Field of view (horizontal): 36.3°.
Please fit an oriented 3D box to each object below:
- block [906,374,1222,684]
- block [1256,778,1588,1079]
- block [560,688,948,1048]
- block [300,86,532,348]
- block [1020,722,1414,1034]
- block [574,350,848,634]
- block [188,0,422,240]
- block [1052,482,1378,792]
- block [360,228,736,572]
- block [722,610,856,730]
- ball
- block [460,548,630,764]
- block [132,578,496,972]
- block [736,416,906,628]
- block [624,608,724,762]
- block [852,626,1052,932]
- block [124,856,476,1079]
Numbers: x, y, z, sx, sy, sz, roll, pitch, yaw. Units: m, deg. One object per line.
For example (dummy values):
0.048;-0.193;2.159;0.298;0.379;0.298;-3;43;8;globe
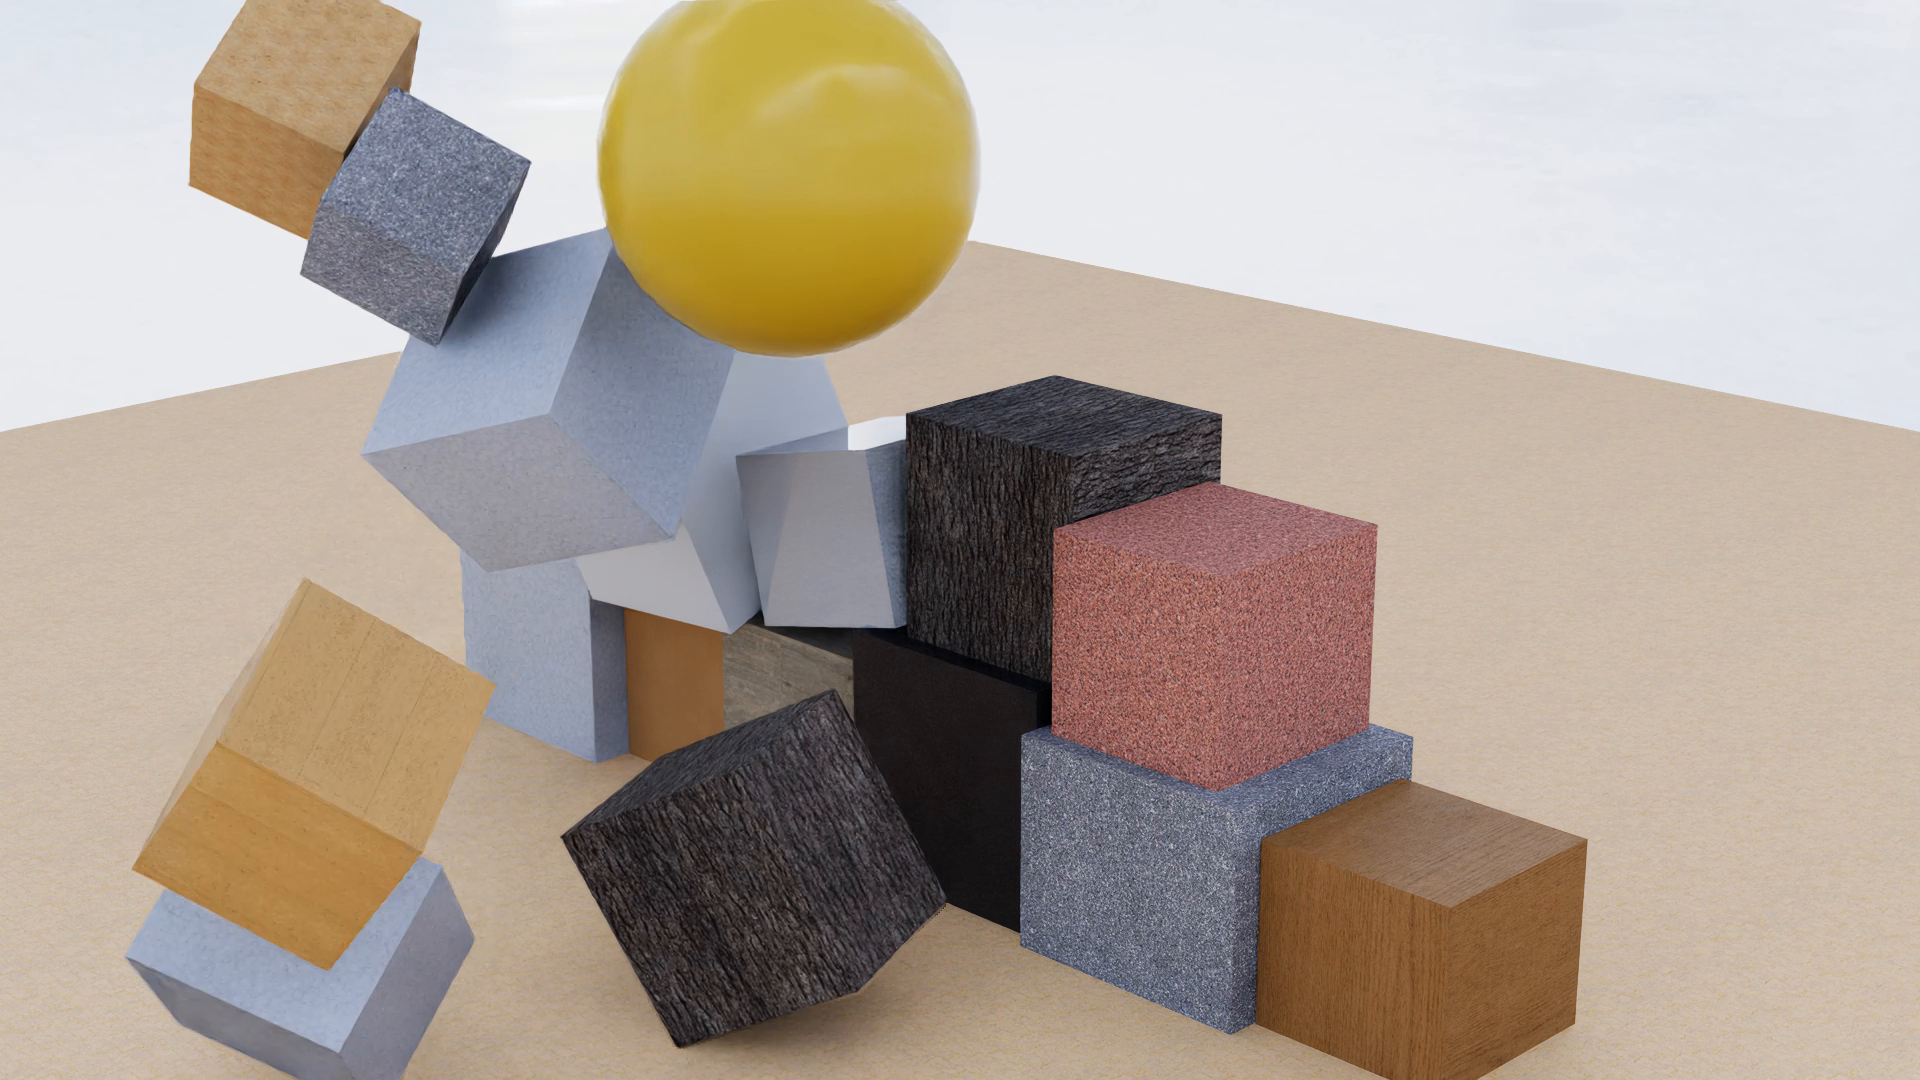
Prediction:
0.455;-0.059;12.982;0.998;1.033;0.961;16;24;42;block
1.868;1.594;11.906;0.929;0.820;0.925;-17;24;-42;block
-0.822;1.322;11.815;0.970;0.987;0.780;-23;9;33;block
-2.336;-1.378;12.571;0.661;0.669;0.656;28;60;-6;block
1.092;1.298;12.578;1.160;0.981;1.188;-17;24;-42;block
-1.279;-0.407;14.150;1.050;1.165;1.076;12;42;44;block
-2.920;-1.939;13.048;0.694;0.835;0.781;25;61;-4;block
1.066;0.381;12.340;0.915;0.913;1.001;17;24;42;block
-1.792;-0.606;12.885;1.071;0.892;1.045;-10;49;32;block
-0.472;0.820;14.109;0.948;0.975;0.926;17;24;42;block
-0.706;-1.553;12.114;1.600;1.600;1.600;0;17;0;ball
-1.821;0.407;15.350;1.115;1.018;1.077;-17;24;-42;block
-2.233;0.816;10.165;0.761;0.829;0.807;31;41;-13;block
-0.333;-0.101;13.684;0.949;0.814;0.901;-17;11;-43;block
-1.110;0.646;14.728;0.764;0.936;0.847;-17;24;-42;block
0.331;0.951;13.403;1.144;1.148;1.163;17;24;42;block
-2.475;1.544;11.118;0.888;0.853;0.775;22;66;10;block
